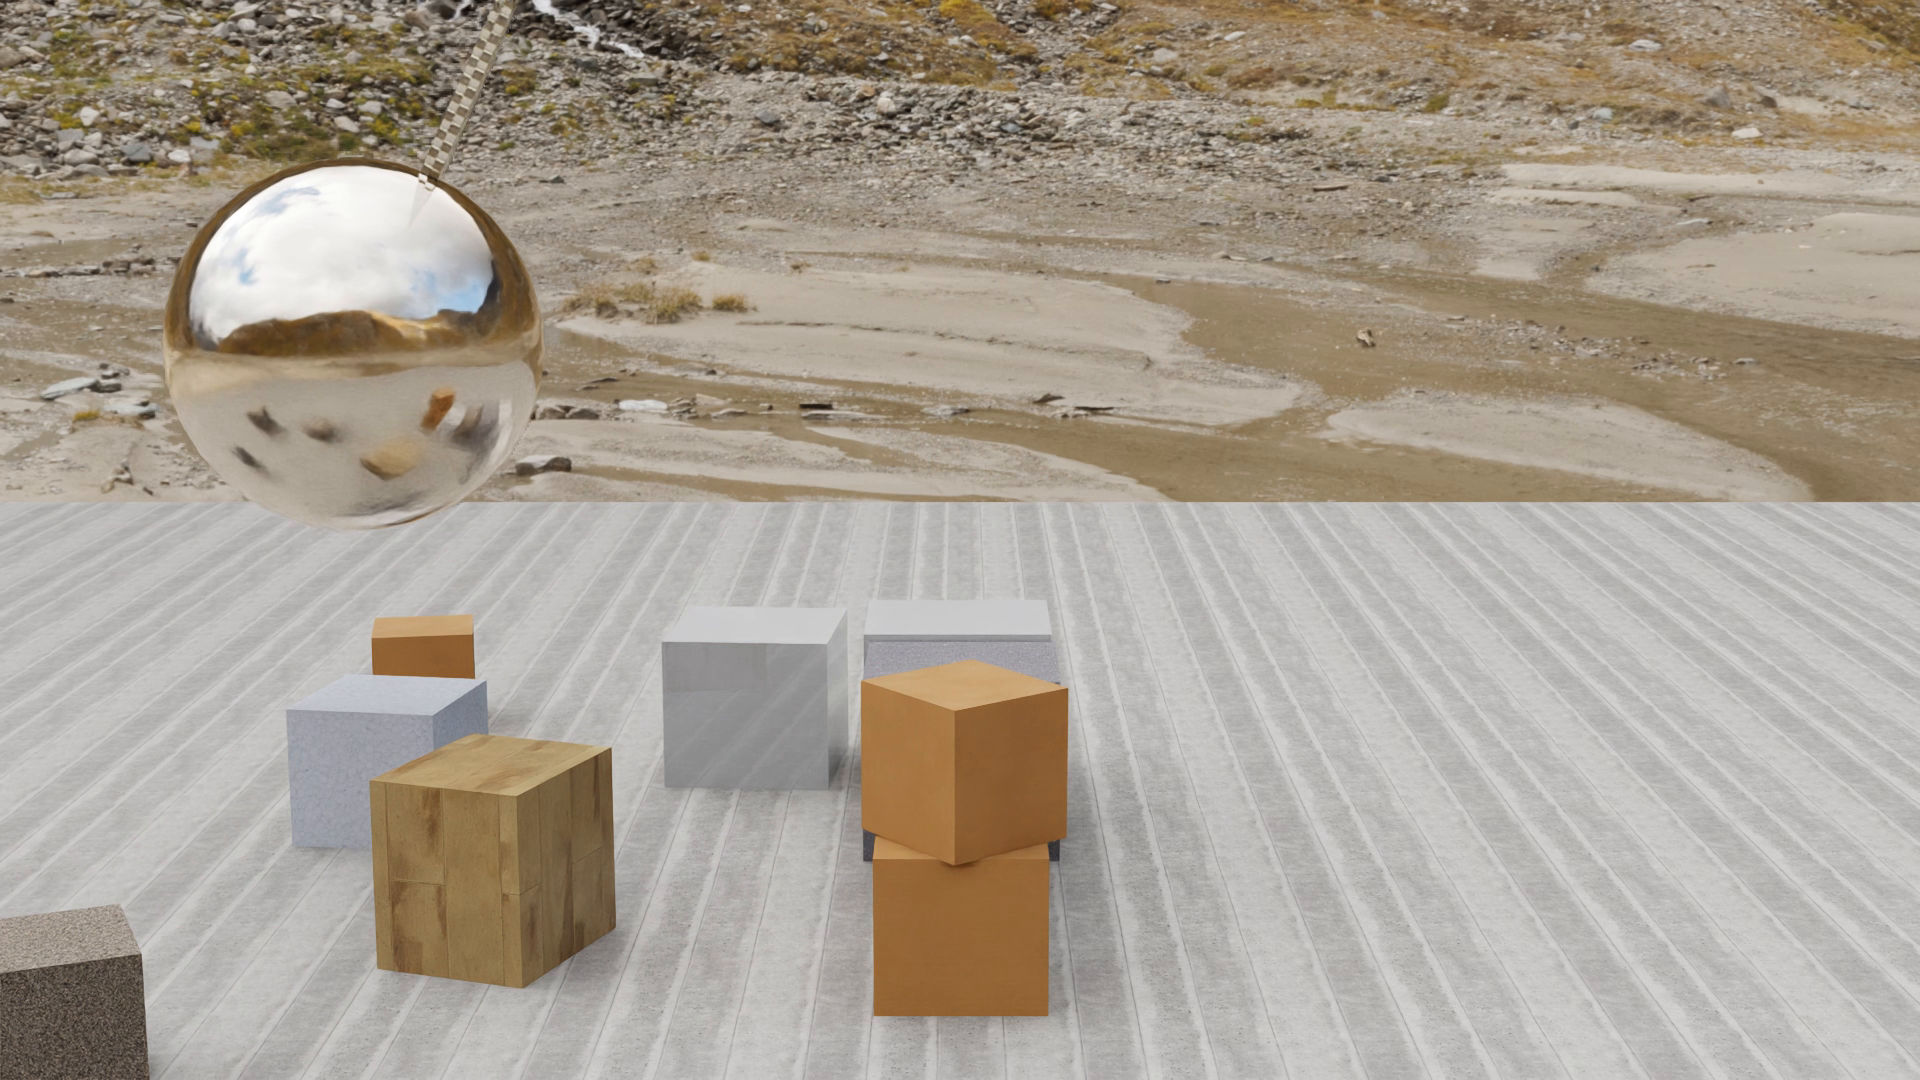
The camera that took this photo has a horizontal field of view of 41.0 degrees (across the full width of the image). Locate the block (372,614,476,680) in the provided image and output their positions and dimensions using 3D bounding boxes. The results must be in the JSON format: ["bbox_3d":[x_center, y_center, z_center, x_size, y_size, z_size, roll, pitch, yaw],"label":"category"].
[{"bbox_3d":[-2.940,0.728,14.098,0.534,0.523,0.527,-2,10,-10],"label":"block"}]

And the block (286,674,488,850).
[{"bbox_3d":[-2.670,1.038,12.049,0.703,0.647,0.708,2,10,9],"label":"block"}]

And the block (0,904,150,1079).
[{"bbox_3d":[-3.175,1.655,8.886,0.612,0.564,0.588,-5,11,-24],"label":"block"}]

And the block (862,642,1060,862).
[{"bbox_3d":[0.009,0.968,11.921,0.887,0.831,0.830,0,10,0],"label":"block"}]

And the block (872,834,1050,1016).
[{"bbox_3d":[0.004,1.435,9.951,0.659,0.617,0.657,0,10,0],"label":"block"}]

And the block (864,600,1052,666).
[{"bbox_3d":[-0.011,0.803,12.737,0.900,0.863,0.813,0,10,0],"label":"block"}]

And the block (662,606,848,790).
[{"bbox_3d":[-1.031,0.795,13.113,0.822,0.744,0.861,1,10,4],"label":"block"}]

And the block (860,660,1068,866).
[{"bbox_3d":[0.015,0.839,9.829,0.550,0.591,0.578,-9,14,-38],"label":"block"}]

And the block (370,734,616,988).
[{"bbox_3d":[-1.874,1.278,10.372,0.655,0.775,0.777,4,11,20],"label":"block"}]

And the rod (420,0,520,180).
[{"bbox_3d":[-1.125,-3.853,10.480,0.080,5.200,0.080,25,9,-4],"label":"rod"}]

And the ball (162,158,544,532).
[{"bbox_3d":[-2.595,-0.837,11.028,1.600,1.600,1.600,0,10,0],"label":"ball"}]
